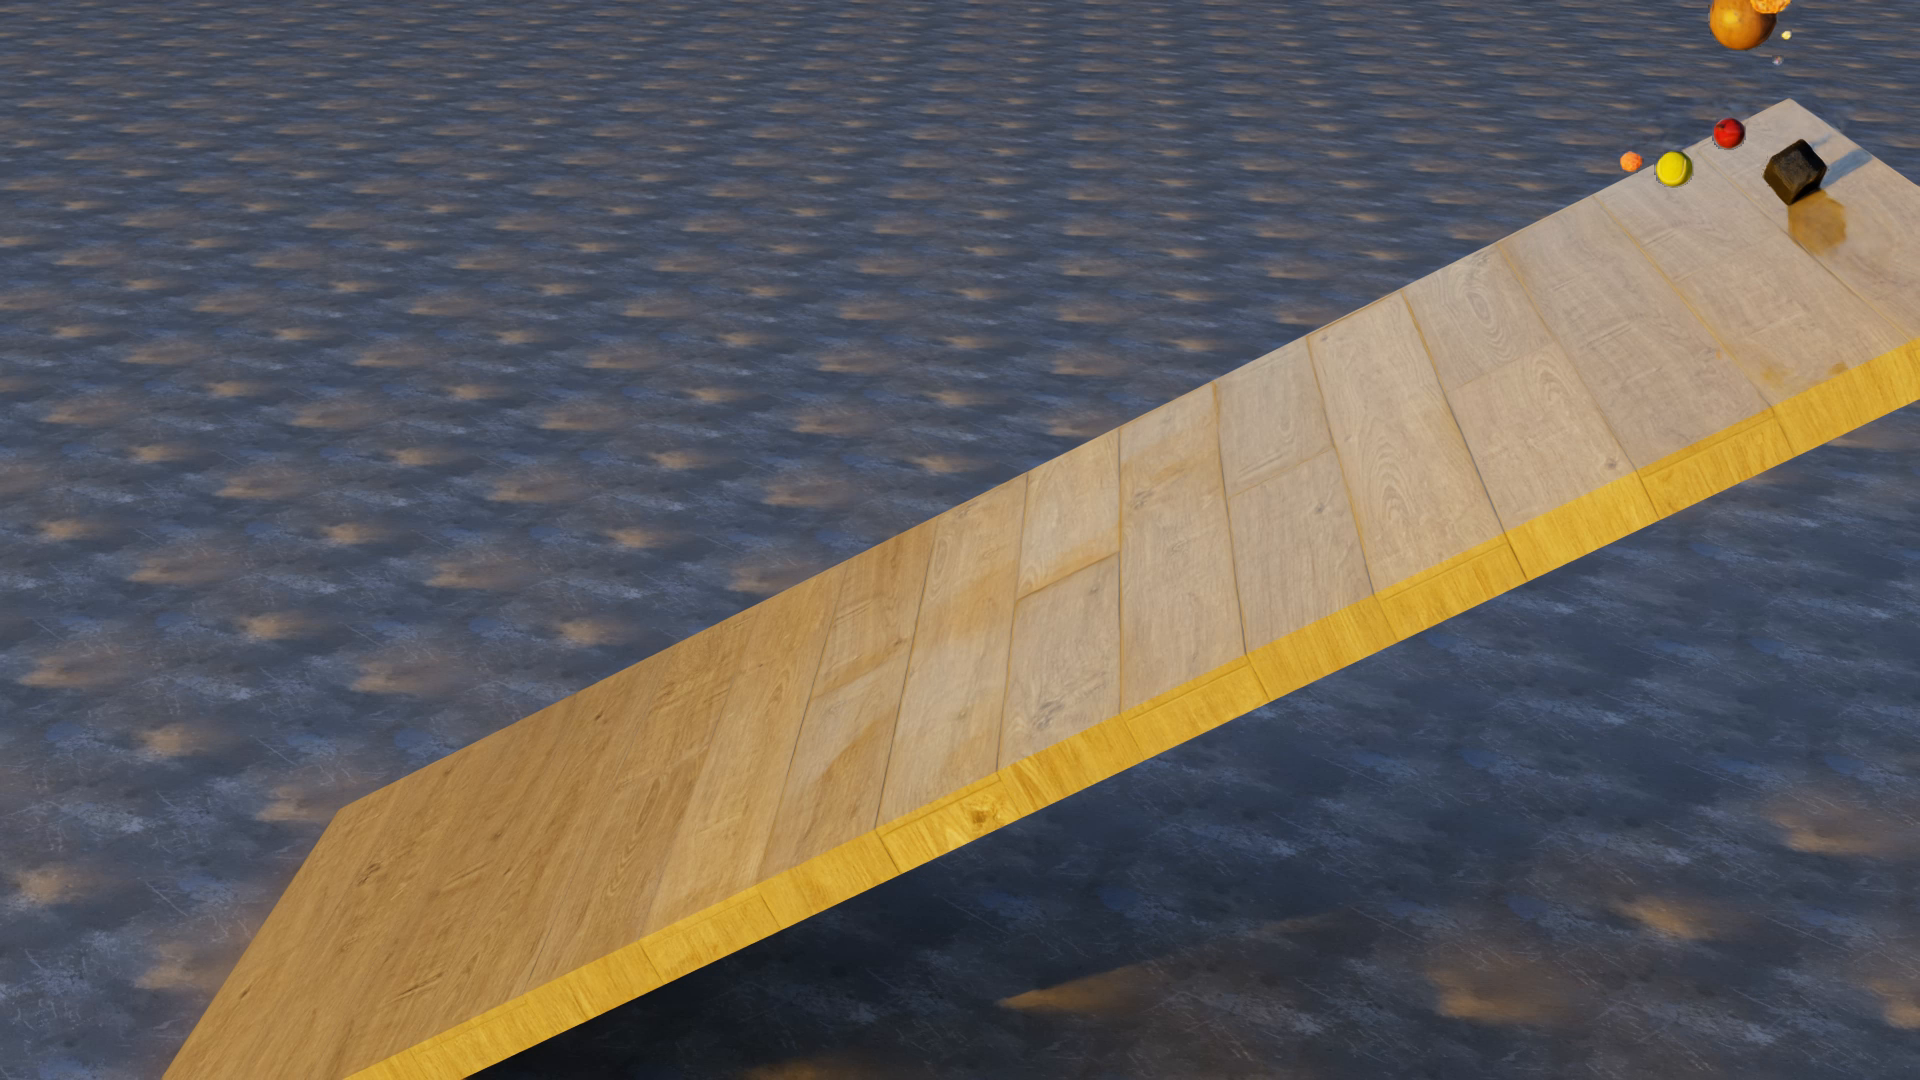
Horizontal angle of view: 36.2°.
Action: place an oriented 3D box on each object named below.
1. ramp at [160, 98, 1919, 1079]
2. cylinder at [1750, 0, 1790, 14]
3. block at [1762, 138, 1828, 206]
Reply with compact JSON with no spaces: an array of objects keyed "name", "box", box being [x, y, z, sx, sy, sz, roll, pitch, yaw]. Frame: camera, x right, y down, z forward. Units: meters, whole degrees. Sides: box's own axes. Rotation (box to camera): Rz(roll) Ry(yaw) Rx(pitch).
[{"name":"ramp","box":[0.140,0.167,6.281,4.000,0.100,2.000,-26,14,10]},{"name":"cylinder","box":[1.524,-1.044,5.549,0.077,0.077,0.077,1,37,2]},{"name":"block","box":[1.720,-0.758,6.060,0.082,0.082,0.082,-31,-20,-9]}]
